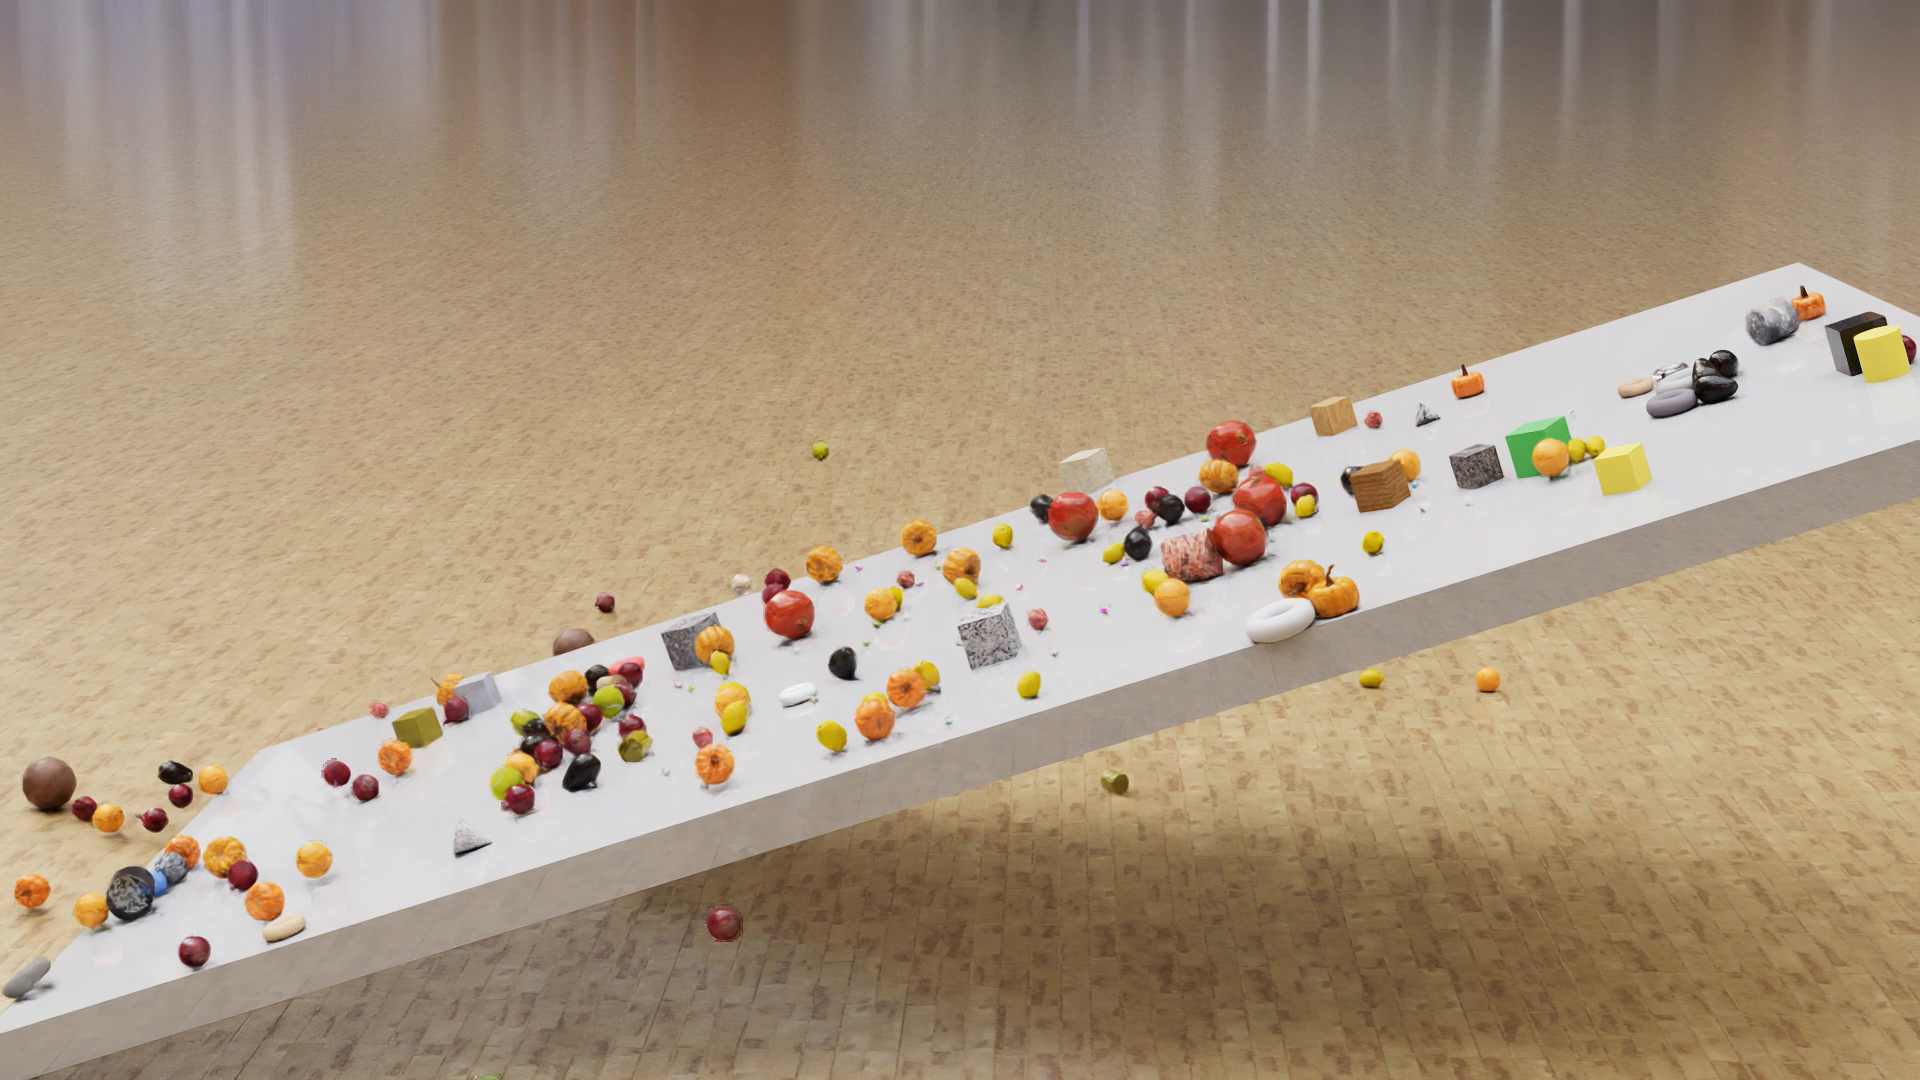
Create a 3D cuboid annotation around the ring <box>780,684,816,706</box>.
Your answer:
[{"bbox_3d":[-0.332,0.316,6.025,0.081,0.027,0.081,-17,11,3],"label":"ring"}]

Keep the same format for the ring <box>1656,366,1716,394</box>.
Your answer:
[{"bbox_3d":[1.505,-0.325,6.097,0.126,0.042,0.126,-22,10,4],"label":"ring"}]

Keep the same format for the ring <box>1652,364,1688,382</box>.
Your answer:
[{"bbox_3d":[1.519,-0.357,6.282,0.079,0.026,0.079,-17,10,3],"label":"ring"}]

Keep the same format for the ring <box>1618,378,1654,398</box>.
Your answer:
[{"bbox_3d":[1.438,-0.325,6.260,0.077,0.026,0.077,-18,12,4],"label":"ring"}]

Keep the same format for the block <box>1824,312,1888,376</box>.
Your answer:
[{"bbox_3d":[1.778,-0.388,5.807,0.095,0.095,0.095,-18,11,2],"label":"block"}]

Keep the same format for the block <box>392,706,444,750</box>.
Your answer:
[{"bbox_3d":[-1.266,0.440,6.865,0.073,0.073,0.073,-13,12,29],"label":"block"}]

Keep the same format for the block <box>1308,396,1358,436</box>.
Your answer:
[{"bbox_3d":[0.879,-0.292,6.922,0.072,0.072,0.072,-23,12,-24],"label":"block"}]

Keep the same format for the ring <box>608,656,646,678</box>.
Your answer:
[{"bbox_3d":[-0.780,0.298,6.874,0.093,0.031,0.093,-18,9,3],"label":"ring"}]

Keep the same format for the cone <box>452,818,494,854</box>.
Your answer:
[{"bbox_3d":[-0.938,0.580,5.699,0.072,0.072,0.072,13,13,3],"label":"cone"}]

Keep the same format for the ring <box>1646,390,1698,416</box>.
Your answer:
[{"bbox_3d":[1.448,-0.279,5.983,0.106,0.035,0.106,-17,11,3],"label":"ring"}]

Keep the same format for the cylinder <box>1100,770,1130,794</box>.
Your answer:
[{"bbox_3d":[0.392,0.610,7.435,0.052,0.052,0.052,-8,14,-34],"label":"cylinder"}]

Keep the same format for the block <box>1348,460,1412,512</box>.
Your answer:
[{"bbox_3d":[0.858,-0.110,6.011,0.080,0.080,0.080,-9,14,41],"label":"block"}]

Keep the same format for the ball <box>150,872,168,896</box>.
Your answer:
[{"bbox_3d":[-1.701,0.726,6.208,0.053,0.053,0.053,0,12,0],"label":"ball"}]

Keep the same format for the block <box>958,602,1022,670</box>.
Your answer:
[{"bbox_3d":[0.059,0.189,5.822,0.093,0.093,0.093,-16,11,12],"label":"block"}]

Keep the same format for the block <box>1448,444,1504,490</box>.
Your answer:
[{"bbox_3d":[1.039,-0.148,5.920,0.069,0.069,0.069,-22,11,-18],"label":"block"}]

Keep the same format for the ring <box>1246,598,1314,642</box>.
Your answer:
[{"bbox_3d":[0.576,0.144,5.294,0.132,0.044,0.132,-21,13,5],"label":"ring"}]

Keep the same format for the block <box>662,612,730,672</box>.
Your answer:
[{"bbox_3d":[-0.605,0.233,6.722,0.096,0.096,0.096,-13,12,33],"label":"block"}]

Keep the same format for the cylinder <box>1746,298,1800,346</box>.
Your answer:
[{"bbox_3d":[1.745,-0.467,6.314,0.079,0.079,0.079,-25,19,-15],"label":"cylinder"}]

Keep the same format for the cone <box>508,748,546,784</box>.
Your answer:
[{"bbox_3d":[-0.897,0.478,6.143,0.077,0.077,0.077,10,13,7],"label":"cone"}]

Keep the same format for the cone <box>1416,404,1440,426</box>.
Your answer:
[{"bbox_3d":[1.066,-0.281,6.674,0.056,0.056,0.056,9,12,1],"label":"cone"}]

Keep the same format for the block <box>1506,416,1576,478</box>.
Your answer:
[{"bbox_3d":[1.156,-0.185,5.852,0.089,0.089,0.089,-10,13,42],"label":"block"}]

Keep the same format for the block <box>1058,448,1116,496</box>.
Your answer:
[{"bbox_3d":[0.312,-0.167,7.221,0.086,0.086,0.086,-10,14,40],"label":"block"}]

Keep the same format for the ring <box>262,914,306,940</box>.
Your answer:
[{"bbox_3d":[-1.271,0.728,5.529,0.084,0.028,0.084,-17,9,3],"label":"ring"}]

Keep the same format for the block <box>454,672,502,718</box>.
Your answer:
[{"bbox_3d":[-1.153,0.368,7.030,0.076,0.076,0.076,-17,11,9],"label":"block"}]

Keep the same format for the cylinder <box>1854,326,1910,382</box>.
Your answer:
[{"bbox_3d":[1.780,-0.359,5.679,0.087,0.087,0.087,-18,11,3],"label":"cylinder"}]

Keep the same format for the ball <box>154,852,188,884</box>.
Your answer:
[{"bbox_3d":[-1.681,0.700,6.263,0.068,0.068,0.068,0,12,0],"label":"ball"}]

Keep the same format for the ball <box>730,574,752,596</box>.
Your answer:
[{"bbox_3d":[-0.714,0.146,9.607,0.075,0.075,0.075,0,12,0],"label":"ball"}]

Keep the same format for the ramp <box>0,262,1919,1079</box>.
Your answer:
[{"bbox_3d":[0.103,0.182,6.308,4.000,0.100,2.000,-18,11,5],"label":"ramp"}]

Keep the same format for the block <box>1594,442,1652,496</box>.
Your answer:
[{"bbox_3d":[1.238,-0.133,5.496,0.071,0.071,0.071,-11,13,37],"label":"block"}]

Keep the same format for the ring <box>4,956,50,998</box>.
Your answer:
[{"bbox_3d":[-1.821,0.854,5.741,0.106,0.035,0.106,-39,7,6],"label":"ring"}]
